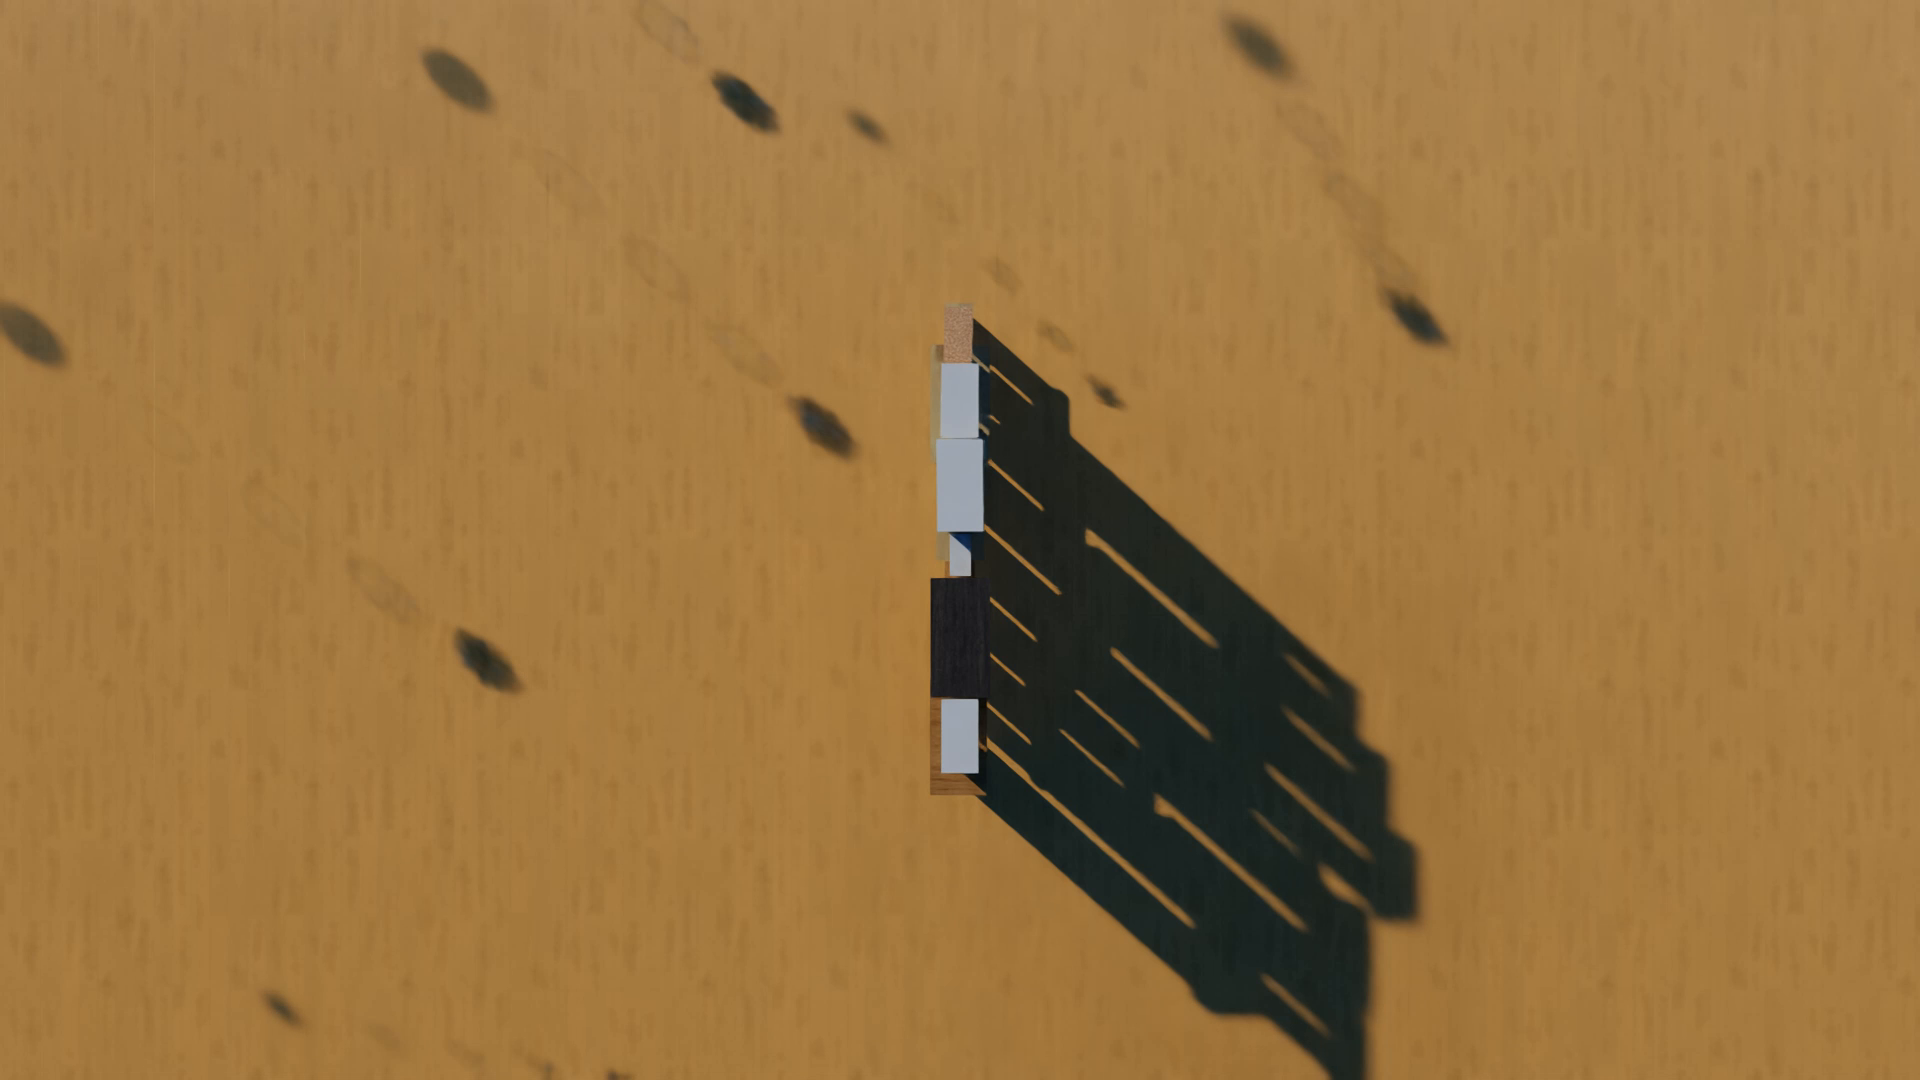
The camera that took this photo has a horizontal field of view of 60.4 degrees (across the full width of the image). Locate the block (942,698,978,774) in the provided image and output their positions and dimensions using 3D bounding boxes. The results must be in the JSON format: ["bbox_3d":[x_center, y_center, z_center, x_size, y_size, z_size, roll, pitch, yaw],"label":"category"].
[{"bbox_3d":[0.000,0.556,4.688,0.104,0.030,0.209,0,90,0],"label":"block"}]

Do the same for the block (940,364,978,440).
[{"bbox_3d":[0.000,-0.390,4.643,0.105,0.030,0.210,0,90,0],"label":"block"}]

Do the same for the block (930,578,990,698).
[{"bbox_3d":[0.001,0.278,4.711,0.170,0.048,0.339,0,90,0],"label":"block"}]

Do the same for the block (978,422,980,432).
[{"bbox_3d":[0.002,-0.321,4.763,0.105,0.210,0.030,0,90,0],"label":"block"}]

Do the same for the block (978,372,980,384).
[{"bbox_3d":[0.002,-0.461,4.763,0.105,0.210,0.030,0,90,0],"label":"block"}]

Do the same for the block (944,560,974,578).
[{"bbox_3d":[-0.001,0.106,5.297,0.095,0.027,0.190,0,90,0],"label":"block"}]

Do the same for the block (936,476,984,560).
[{"bbox_3d":[0.001,-0.081,4.917,0.141,0.040,0.283,0,90,0],"label":"block"}]

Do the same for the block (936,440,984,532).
[{"bbox_3d":[0.000,-0.151,4.593,0.128,0.036,0.257,0,90,0],"label":"block"}]

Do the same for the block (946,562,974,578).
[{"bbox_3d":[0.000,0.156,5.088,0.091,0.026,0.183,0,90,0],"label":"block"}]

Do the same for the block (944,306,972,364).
[{"bbox_3d":[-0.005,-0.582,4.695,0.081,0.023,0.161,1,90,0],"label":"block"}]

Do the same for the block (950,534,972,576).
[{"bbox_3d":[0.001,0.042,4.766,0.061,0.017,0.122,0,90,0],"label":"block"}]

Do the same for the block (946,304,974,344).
[{"bbox_3d":[-0.002,-0.671,5.308,0.090,0.025,0.179,0,90,0],"label":"block"}]

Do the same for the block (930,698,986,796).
[{"bbox_3d":[-0.005,0.591,4.935,0.170,0.048,0.339,0,90,0],"label":"block"}]

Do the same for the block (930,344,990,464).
[{"bbox_3d":[0.000,-0.402,4.893,0.175,0.049,0.349,1,90,0],"label":"block"}]
